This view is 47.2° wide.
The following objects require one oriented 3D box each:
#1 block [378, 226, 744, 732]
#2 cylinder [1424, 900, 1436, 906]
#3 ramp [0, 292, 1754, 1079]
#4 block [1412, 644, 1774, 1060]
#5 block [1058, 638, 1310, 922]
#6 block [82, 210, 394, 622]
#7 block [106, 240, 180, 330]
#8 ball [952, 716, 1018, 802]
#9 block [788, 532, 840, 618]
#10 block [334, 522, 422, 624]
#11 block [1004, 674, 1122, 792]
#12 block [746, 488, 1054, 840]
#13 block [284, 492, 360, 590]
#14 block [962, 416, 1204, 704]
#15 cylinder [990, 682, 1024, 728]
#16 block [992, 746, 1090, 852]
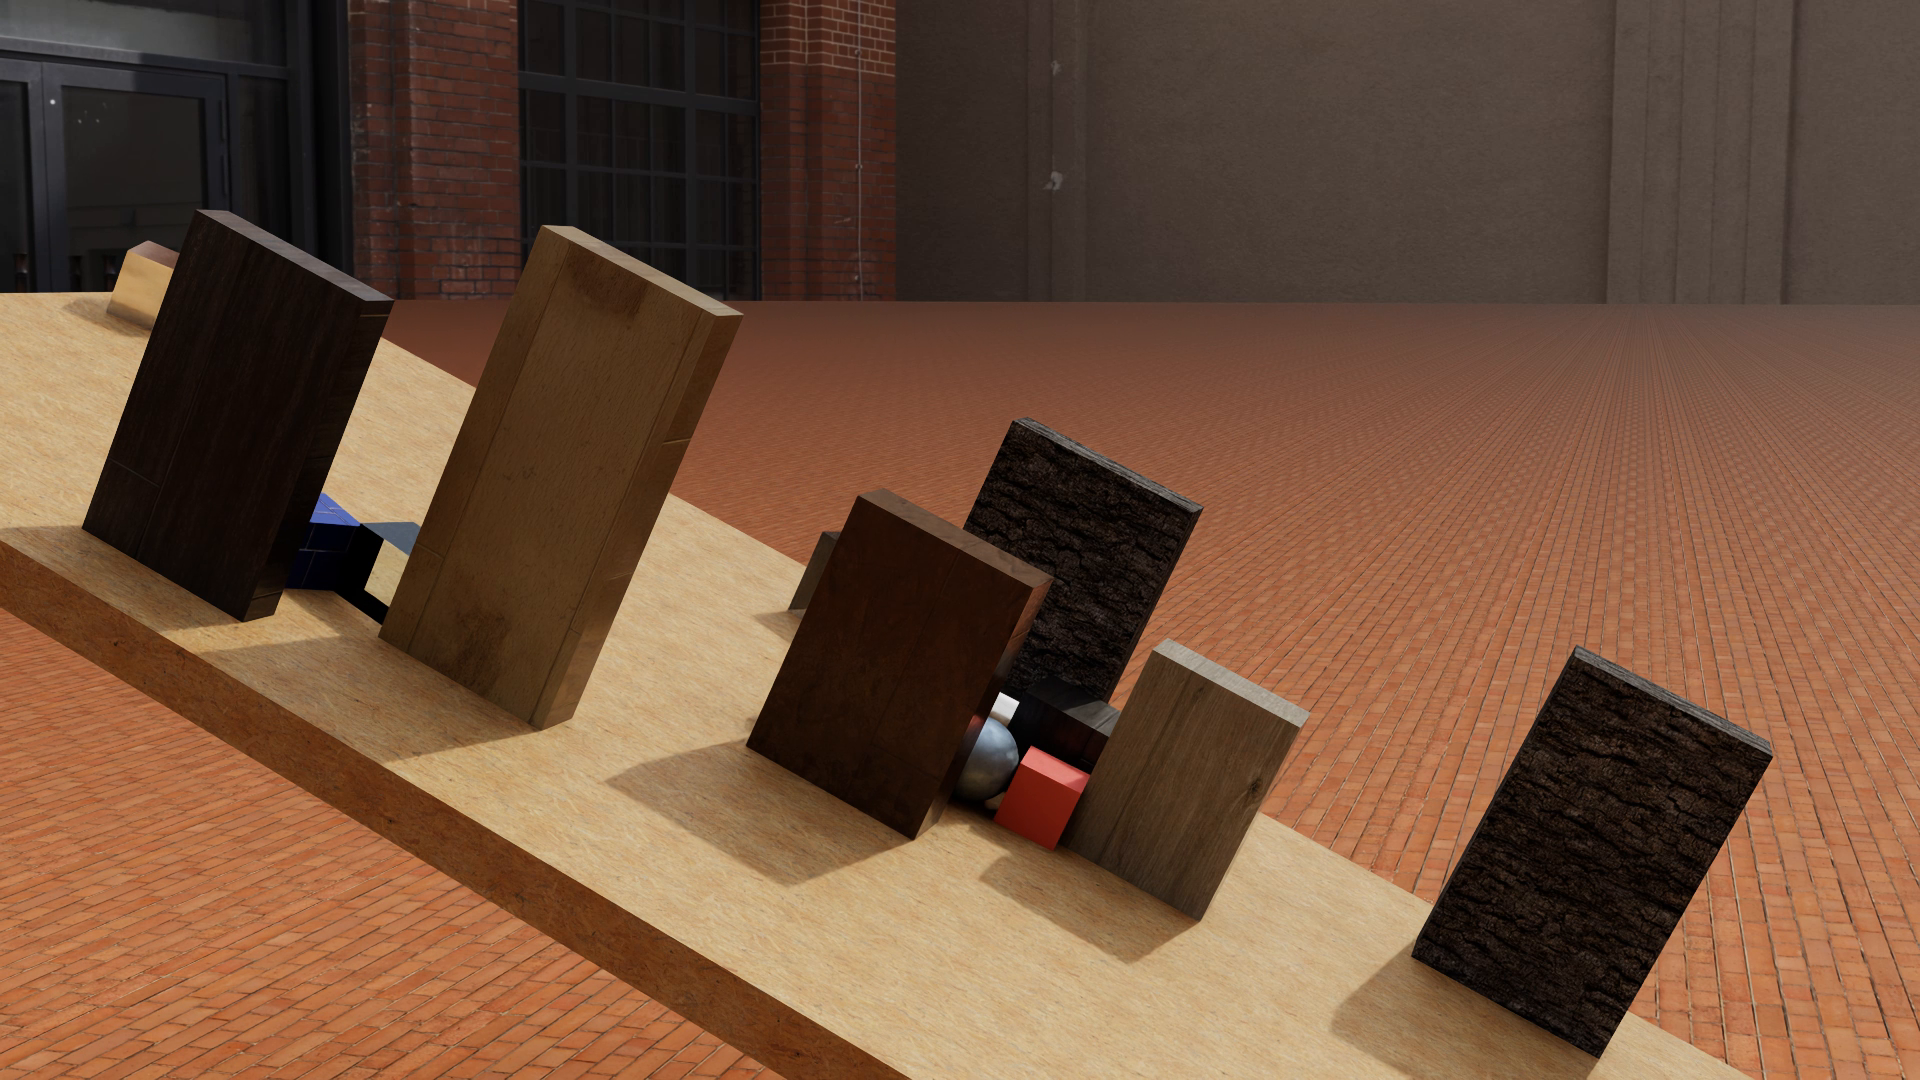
[{"bbox_3d":[-0.670,-0.102,3.658,0.337,0.762,0.112,28,14,12],"label":"block"},{"bbox_3d":[1.209,1.051,5.802,0.203,0.203,0.203,0,6,26],"label":"cylinder"},{"bbox_3d":[-0.260,0.442,4.168,4.000,0.100,2.000,28,14,12],"label":"ramp"},{"bbox_3d":[1.264,0.625,4.428,0.415,0.704,0.148,28,14,12],"label":"block"},{"bbox_3d":[0.427,0.455,4.199,0.309,0.425,0.141,28,14,12],"label":"block"},{"bbox_3d":[-1.172,-0.200,3.557,0.334,0.572,0.085,28,14,12],"label":"block"},{"bbox_3d":[-1.741,-0.545,4.785,0.146,0.146,0.146,23,14,-9],"label":"block"},{"bbox_3d":[0.030,0.417,4.204,0.165,0.165,0.165,0,7,0],"label":"ball"},{"bbox_3d":[-0.216,0.113,4.859,0.195,0.195,0.195,31,15,26],"label":"block"},{"bbox_3d":[-0.979,0.060,3.849,0.135,0.135,0.135,31,15,23],"label":"block"},{"bbox_3d":[0.203,0.421,4.414,0.202,0.202,0.202,28,14,13],"label":"block"},{"bbox_3d":[-0.110,0.220,3.958,0.355,0.512,0.142,28,14,12],"label":"block"},{"bbox_3d":[-1.141,-0.001,3.812,0.128,0.128,0.128,34,16,33],"label":"block"},{"bbox_3d":[0.175,0.123,4.566,0.416,0.633,0.115,28,14,12],"label":"block"},{"bbox_3d":[0.023,0.349,4.430,0.175,0.175,0.175,27,13,11],"label":"cylinder"},{"bbox_3d":[0.157,0.494,4.215,0.128,0.128,0.128,26,14,6],"label":"block"}]
